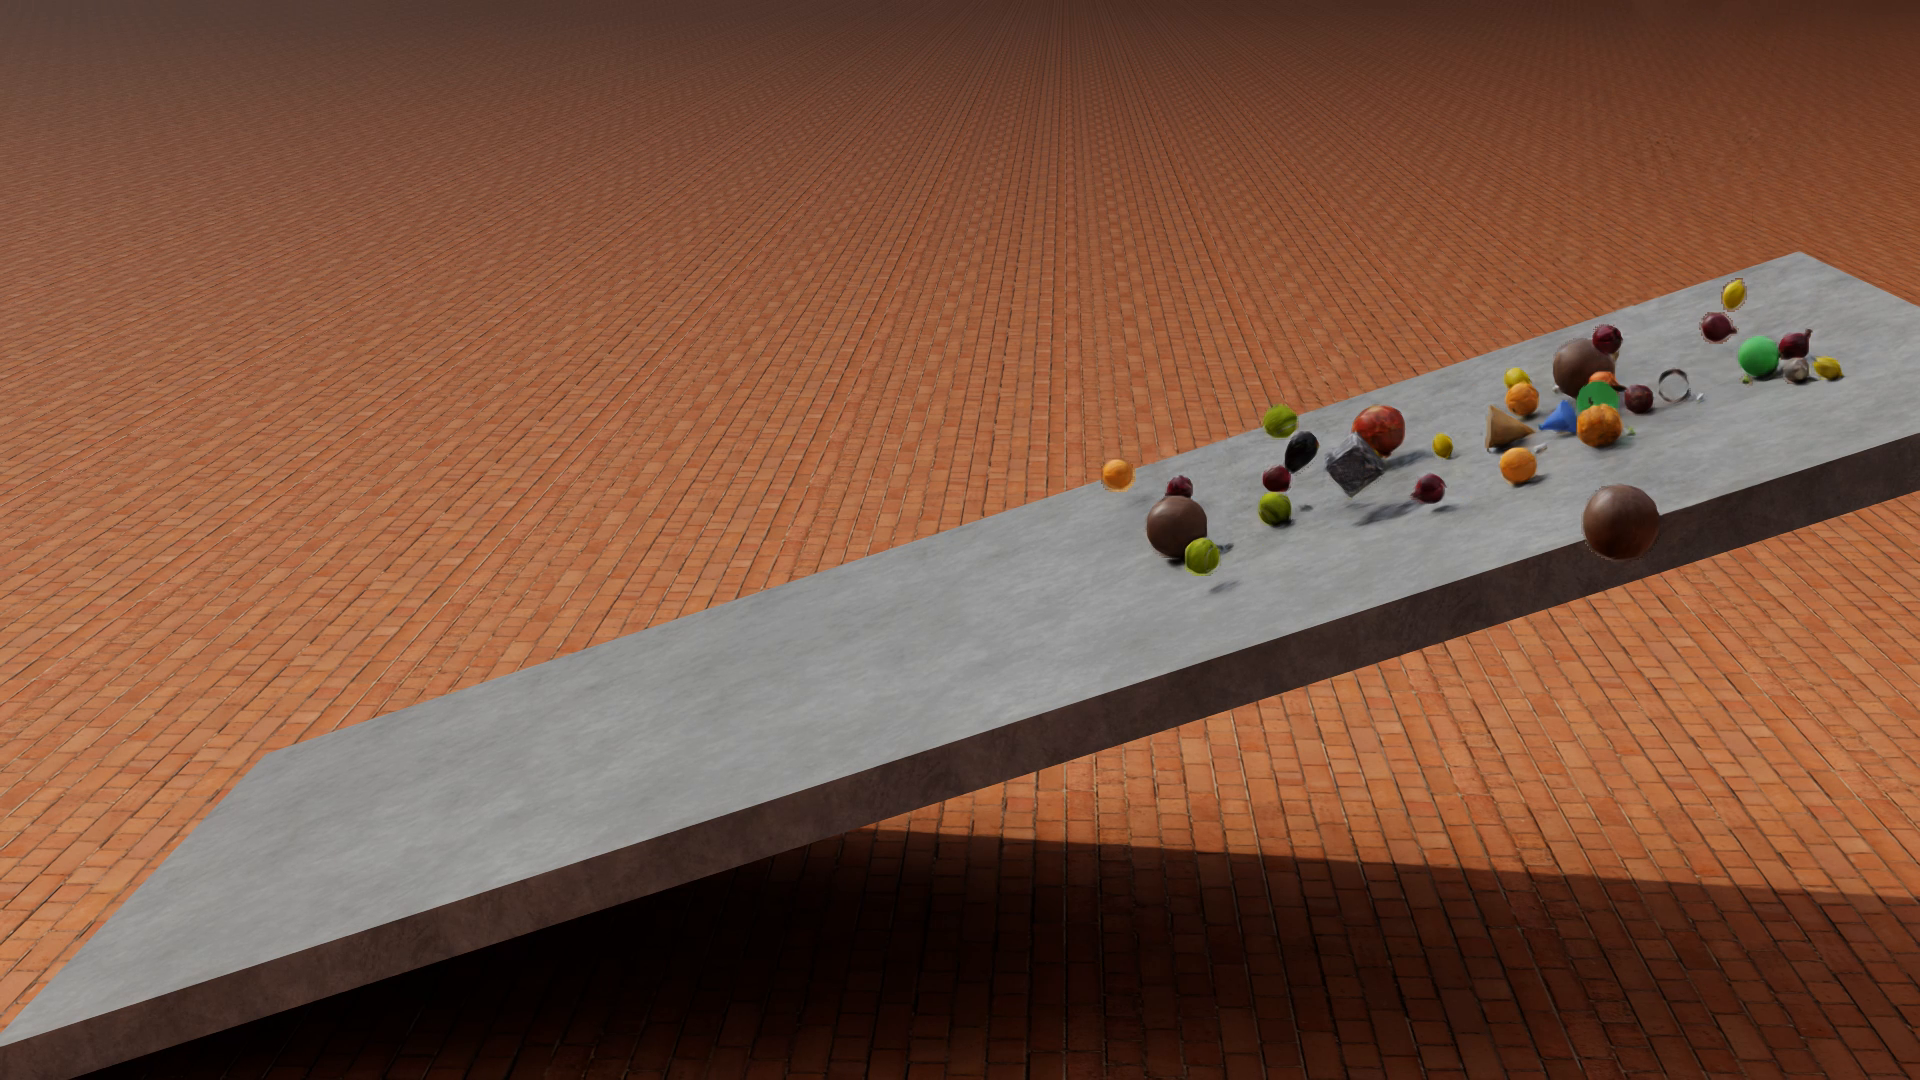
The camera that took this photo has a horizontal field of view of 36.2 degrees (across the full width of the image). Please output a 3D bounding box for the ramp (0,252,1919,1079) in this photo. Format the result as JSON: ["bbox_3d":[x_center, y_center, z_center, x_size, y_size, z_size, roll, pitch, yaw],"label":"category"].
[{"bbox_3d":[0.107,0.180,6.305,4.000,0.100,2.000,-18,11,6],"label":"ramp"}]

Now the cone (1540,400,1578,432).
[{"bbox_3d":[1.220,-0.241,6.038,0.071,0.071,0.071,-23,-1,31],"label":"cone"}]

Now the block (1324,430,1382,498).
[{"bbox_3d":[0.796,-0.153,5.944,0.082,0.082,0.082,-38,12,19],"label":"block"}]

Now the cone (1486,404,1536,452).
[{"bbox_3d":[1.149,-0.229,6.115,0.099,0.099,0.099,4,12,4],"label":"cone"}]

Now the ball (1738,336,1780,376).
[{"bbox_3d":[1.615,-0.372,5.946,0.082,0.082,0.082,0,12,0],"label":"ball"}]

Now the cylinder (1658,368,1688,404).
[{"bbox_3d":[1.454,-0.314,5.992,0.059,0.059,0.059,3,17,12],"label":"cylinder"}]

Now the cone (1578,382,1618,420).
[{"bbox_3d":[1.317,-0.276,6.097,0.085,0.085,0.085,1,-14,6],"label":"cone"}]

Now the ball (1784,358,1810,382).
[{"bbox_3d":[1.648,-0.335,5.793,0.050,0.050,0.050,0,12,0],"label":"ball"}]

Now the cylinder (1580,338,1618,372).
[{"bbox_3d":[1.419,-0.411,6.537,0.060,0.060,0.060,-24,22,-25],"label":"cylinder"}]
